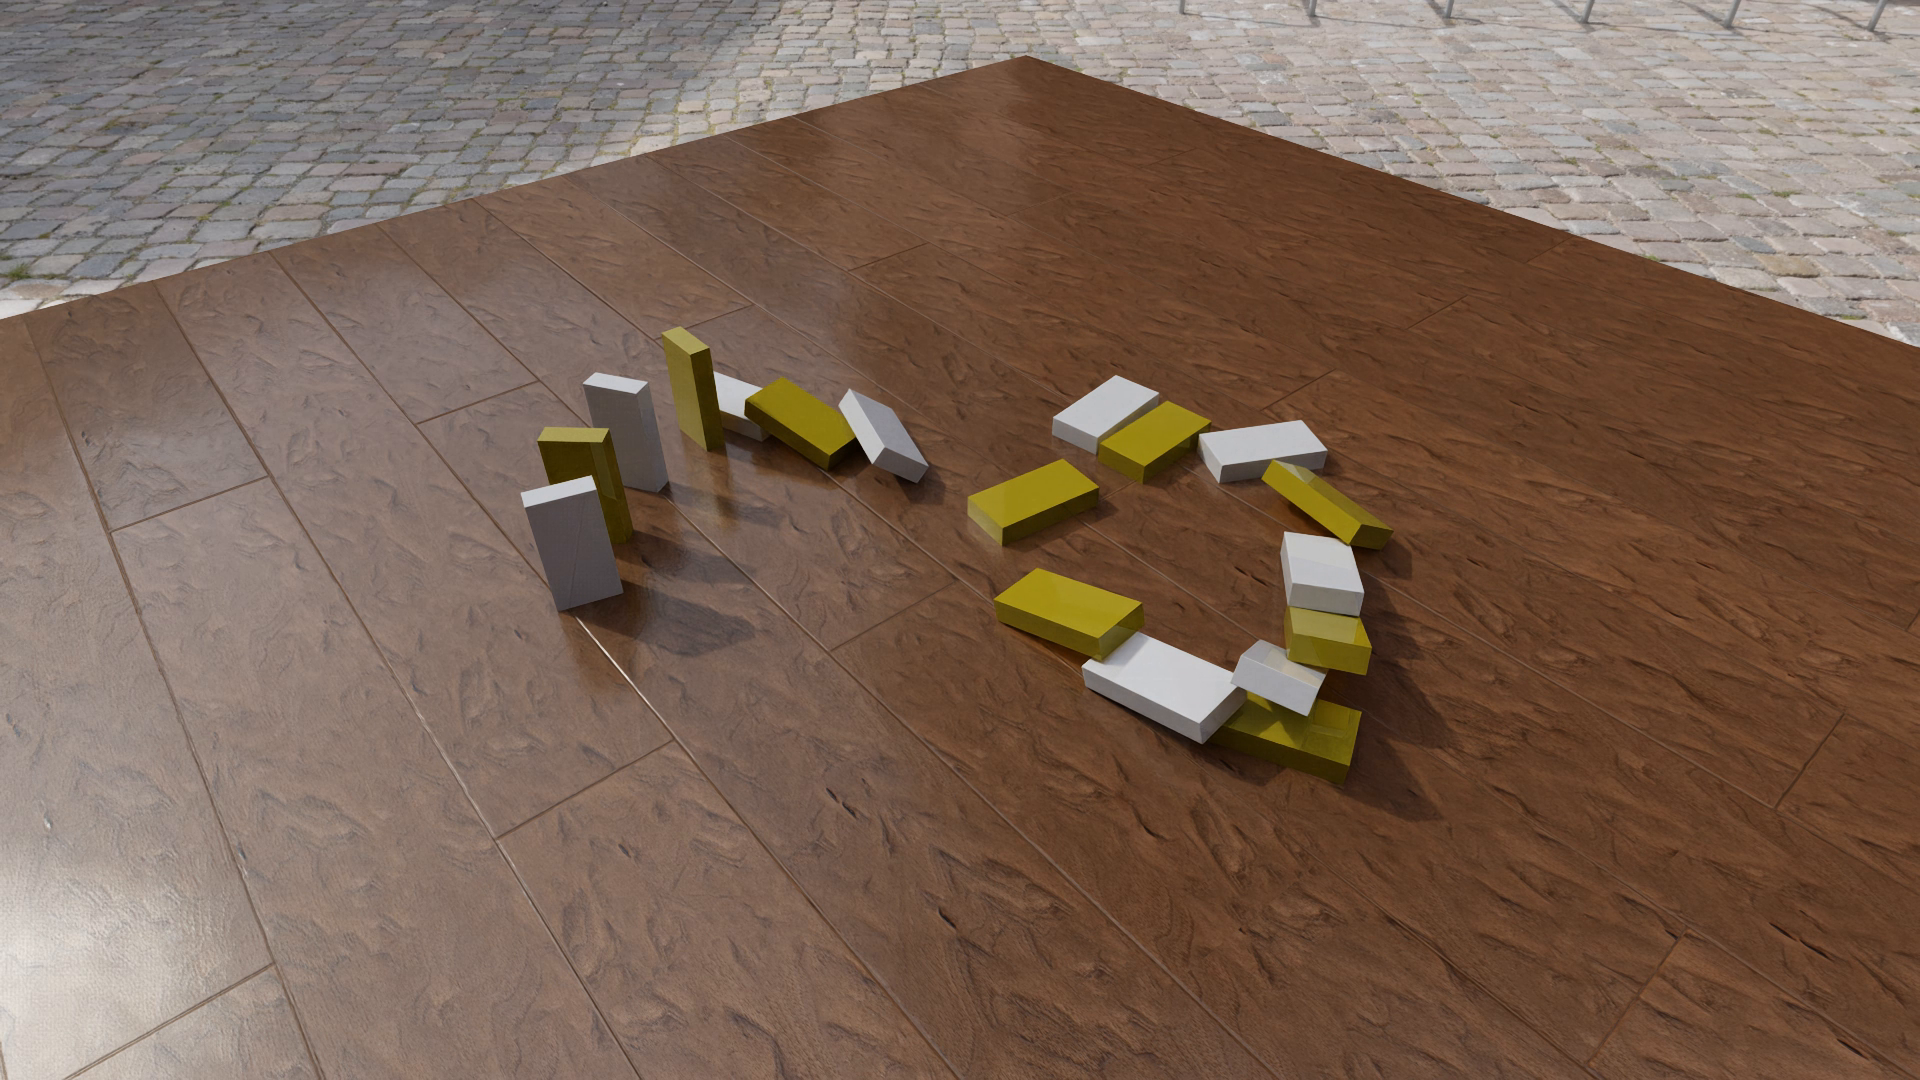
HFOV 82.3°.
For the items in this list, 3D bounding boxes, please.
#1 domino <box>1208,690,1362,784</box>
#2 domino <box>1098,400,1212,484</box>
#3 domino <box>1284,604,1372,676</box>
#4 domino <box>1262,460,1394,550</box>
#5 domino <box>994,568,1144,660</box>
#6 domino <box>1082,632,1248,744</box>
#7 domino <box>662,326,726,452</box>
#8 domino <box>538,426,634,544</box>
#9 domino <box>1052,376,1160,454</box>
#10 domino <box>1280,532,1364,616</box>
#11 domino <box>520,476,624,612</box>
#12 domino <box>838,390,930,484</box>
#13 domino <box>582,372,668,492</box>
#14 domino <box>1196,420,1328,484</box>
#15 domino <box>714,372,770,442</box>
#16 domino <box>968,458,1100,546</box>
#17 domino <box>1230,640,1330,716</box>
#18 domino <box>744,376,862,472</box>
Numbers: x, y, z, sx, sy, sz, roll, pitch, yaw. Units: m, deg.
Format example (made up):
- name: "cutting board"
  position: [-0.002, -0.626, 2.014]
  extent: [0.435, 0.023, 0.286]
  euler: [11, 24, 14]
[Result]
- name: "domino"
  position: [0.106, 0.062, 0.368]
  extent: [0.050, 0.010, 0.025]
  euler: [16, 42, 19]
- name: "domino"
  position: [0.089, -0.045, 0.498]
  extent: [0.025, 0.010, 0.050]
  euler: [32, 49, 33]
- name: "domino"
  position: [0.128, 0.033, 0.385]
  extent: [0.025, 0.009, 0.050]
  euler: [11, 13, 13]
- name: "domino"
  position: [0.151, -0.015, 0.453]
  extent: [0.025, 0.009, 0.050]
  euler: [7, 29, -40]
- name: "domino"
  position: [0.039, 0.026, 0.402]
  extent: [0.050, 0.009, 0.025]
  euler: [18, 41, 43]
- name: "domino"
  position: [0.069, 0.049, 0.374]
  extent: [0.025, 0.010, 0.050]
  euler: [-36, 38, -29]
- name: "domino"
  position: [-0.120, -0.068, 0.494]
  extent: [0.010, 0.050, 0.025]
  euler: [-29, 47, -30]
- name: "domino"
  position: [-0.148, -0.021, 0.437]
  extent: [0.025, 0.050, 0.010]
  euler: [1, 39, 2]
- name: "domino"
  position: [0.069, -0.059, 0.516]
  extent: [0.025, 0.010, 0.050]
  euler: [29, 47, 31]
- name: "domino"
  position: [0.137, 0.012, 0.418]
  extent: [0.025, 0.010, 0.050]
  euler: [8, 24, 10]
- name: "domino"
  position: [-0.144, 0.002, 0.409]
  extent: [0.025, 0.050, 0.010]
  euler: [-17, 42, -19]
- name: "domino"
  position: [-0.034, -0.047, 0.490]
  extent: [0.025, 0.009, 0.050]
  euler: [22, 24, -38]
- name: "domino"
  position: [-0.141, -0.045, 0.466]
  extent: [0.025, 0.050, 0.009]
  euler: [12, 41, 14]
- name: "domino"
  position: [0.135, -0.040, 0.492]
  extent: [0.050, 0.010, 0.025]
  euler: [-9, 40, -10]
- name: "domino"
  position: [-0.106, -0.064, 0.521]
  extent: [0.050, 0.009, 0.025]
  euler: [21, 44, 24]
- name: "domino"
  position: [0.031, -0.016, 0.464]
  extent: [0.050, 0.009, 0.025]
  euler: [-23, 45, -25]
- name: "domino"
  position: [0.106, 0.044, 0.362]
  extent: [0.025, 0.009, 0.050]
  euler: [23, 9, 20]
- name: "domino"
  position: [-0.071, -0.053, 0.500]
  extent: [0.050, 0.010, 0.025]
  euler: [33, 48, 17]
